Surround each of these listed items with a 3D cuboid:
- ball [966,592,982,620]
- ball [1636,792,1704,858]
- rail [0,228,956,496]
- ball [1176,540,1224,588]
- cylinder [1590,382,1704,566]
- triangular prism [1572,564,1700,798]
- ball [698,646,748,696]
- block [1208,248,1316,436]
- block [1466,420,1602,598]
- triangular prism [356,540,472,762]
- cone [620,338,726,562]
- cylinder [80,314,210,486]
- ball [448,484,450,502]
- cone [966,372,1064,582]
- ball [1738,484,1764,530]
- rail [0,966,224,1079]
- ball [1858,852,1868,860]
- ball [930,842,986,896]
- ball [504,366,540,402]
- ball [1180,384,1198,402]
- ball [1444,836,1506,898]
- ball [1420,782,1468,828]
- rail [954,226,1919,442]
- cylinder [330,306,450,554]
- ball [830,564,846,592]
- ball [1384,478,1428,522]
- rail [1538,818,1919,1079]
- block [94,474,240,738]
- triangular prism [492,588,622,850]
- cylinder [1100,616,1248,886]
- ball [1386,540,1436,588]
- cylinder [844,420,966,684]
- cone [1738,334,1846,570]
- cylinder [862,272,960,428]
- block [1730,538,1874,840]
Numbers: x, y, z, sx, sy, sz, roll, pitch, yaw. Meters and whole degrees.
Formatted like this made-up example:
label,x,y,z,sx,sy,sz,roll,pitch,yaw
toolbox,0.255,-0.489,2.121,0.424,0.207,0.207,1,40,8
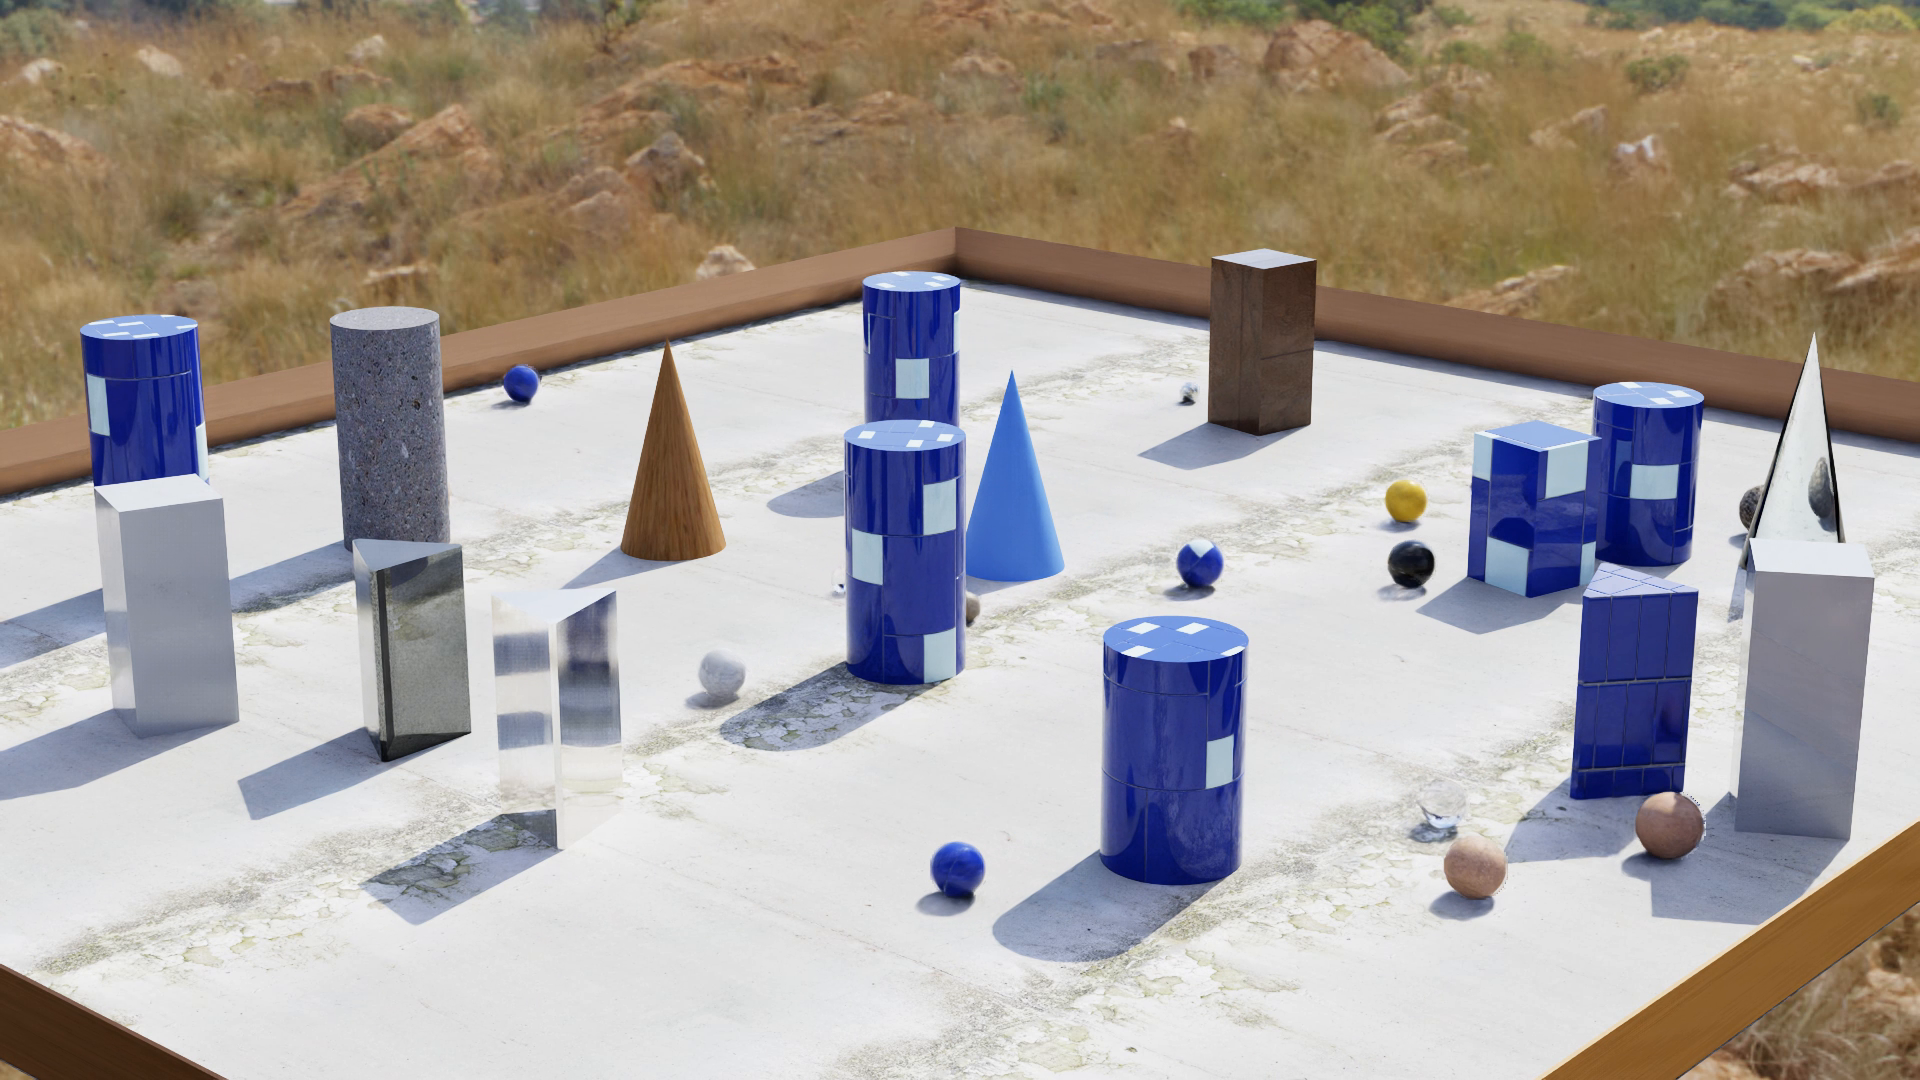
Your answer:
label,x,y,z,sx,sy,sz,roll,pitch,yaw
ball,0.011,0.113,4.988,0.050,0.050,0.050,0,17,0
ball,0.968,0.389,4.001,0.091,0.091,0.091,0,17,0
rail,-1.362,-0.310,6.252,0.045,0.127,4.167,14,22,39
ball,0.422,0.042,5.163,0.085,0.085,0.085,0,17,0
cylinder,1.244,-0.121,5.338,0.195,0.295,0.195,0,17,0
triangular prism,0.952,0.201,4.253,0.169,0.306,0.146,-3,17,-9
ball,-0.375,0.207,4.627,0.077,0.077,0.077,0,17,0
block,0.640,-0.421,6.225,0.156,0.358,0.156,-13,21,-37
block,1.014,-0.056,5.178,0.156,0.264,0.156,-12,20,-34
triangular prism,-0.856,0.155,4.418,0.146,0.298,0.169,14,22,38
cone,-0.529,-0.179,5.357,0.195,0.395,0.195,0,17,0
cylinder,-1.406,-0.139,5.090,0.195,0.473,0.195,0,17,0
ball,-1.016,-0.090,5.594,0.088,0.088,0.088,0,17,0
cone,0.092,-0.130,5.244,0.195,0.366,0.195,0,17,0
ball,1.501,-0.055,5.461,0.098,0.098,0.098,0,17,0
rail,-1.351,0.481,3.631,3.655,0.127,0.045,14,22,39
ball,1.217,0.440,3.890,0.058,0.058,0.058,0,17,0
ball,-0.002,0.435,3.879,0.073,0.073,0.073,0,17,0
ball,-0.965,-0.343,6.450,0.079,0.079,0.079,0,17,0
ball,0.503,-0.324,6.449,0.041,0.041,0.041,0,17,0
ball,0.680,0.432,3.874,0.082,0.082,0.082,0,17,0
ball,0.677,0.371,4.105,0.065,0.065,0.065,0,17,0
rail,1.351,-0.417,6.609,3.655,0.127,0.045,14,22,39
cylinder,-1.043,-0.199,5.374,0.195,0.424,0.195,0,17,0
ball,-0.202,0.068,5.139,0.049,0.049,0.049,0,17,0
ball,0.846,-0.076,5.557,0.082,0.082,0.082,0,17,0
rail,1.362,0.373,3.988,0.045,0.127,4.167,14,22,39
block,-1.216,0.100,4.497,0.156,0.359,0.156,-9,19,-28
triangular prism,-0.540,0.238,4.093,0.146,0.328,0.169,-12,21,-35
cylinder,0.289,0.282,3.965,0.195,0.316,0.195,0,17,0
ball,0.794,0.042,5.163,0.085,0.085,0.085,0,17,0
cylinder,-0.088,0.018,4.718,0.195,0.387,0.195,0,17,0
cone,1.505,-0.160,5.228,0.195,0.434,0.195,0,17,0
cylinder,-0.097,-0.335,5.901,0.195,0.379,0.195,0,17,0
block,1.174,0.207,4.102,0.156,0.382,0.156,3,17,11
